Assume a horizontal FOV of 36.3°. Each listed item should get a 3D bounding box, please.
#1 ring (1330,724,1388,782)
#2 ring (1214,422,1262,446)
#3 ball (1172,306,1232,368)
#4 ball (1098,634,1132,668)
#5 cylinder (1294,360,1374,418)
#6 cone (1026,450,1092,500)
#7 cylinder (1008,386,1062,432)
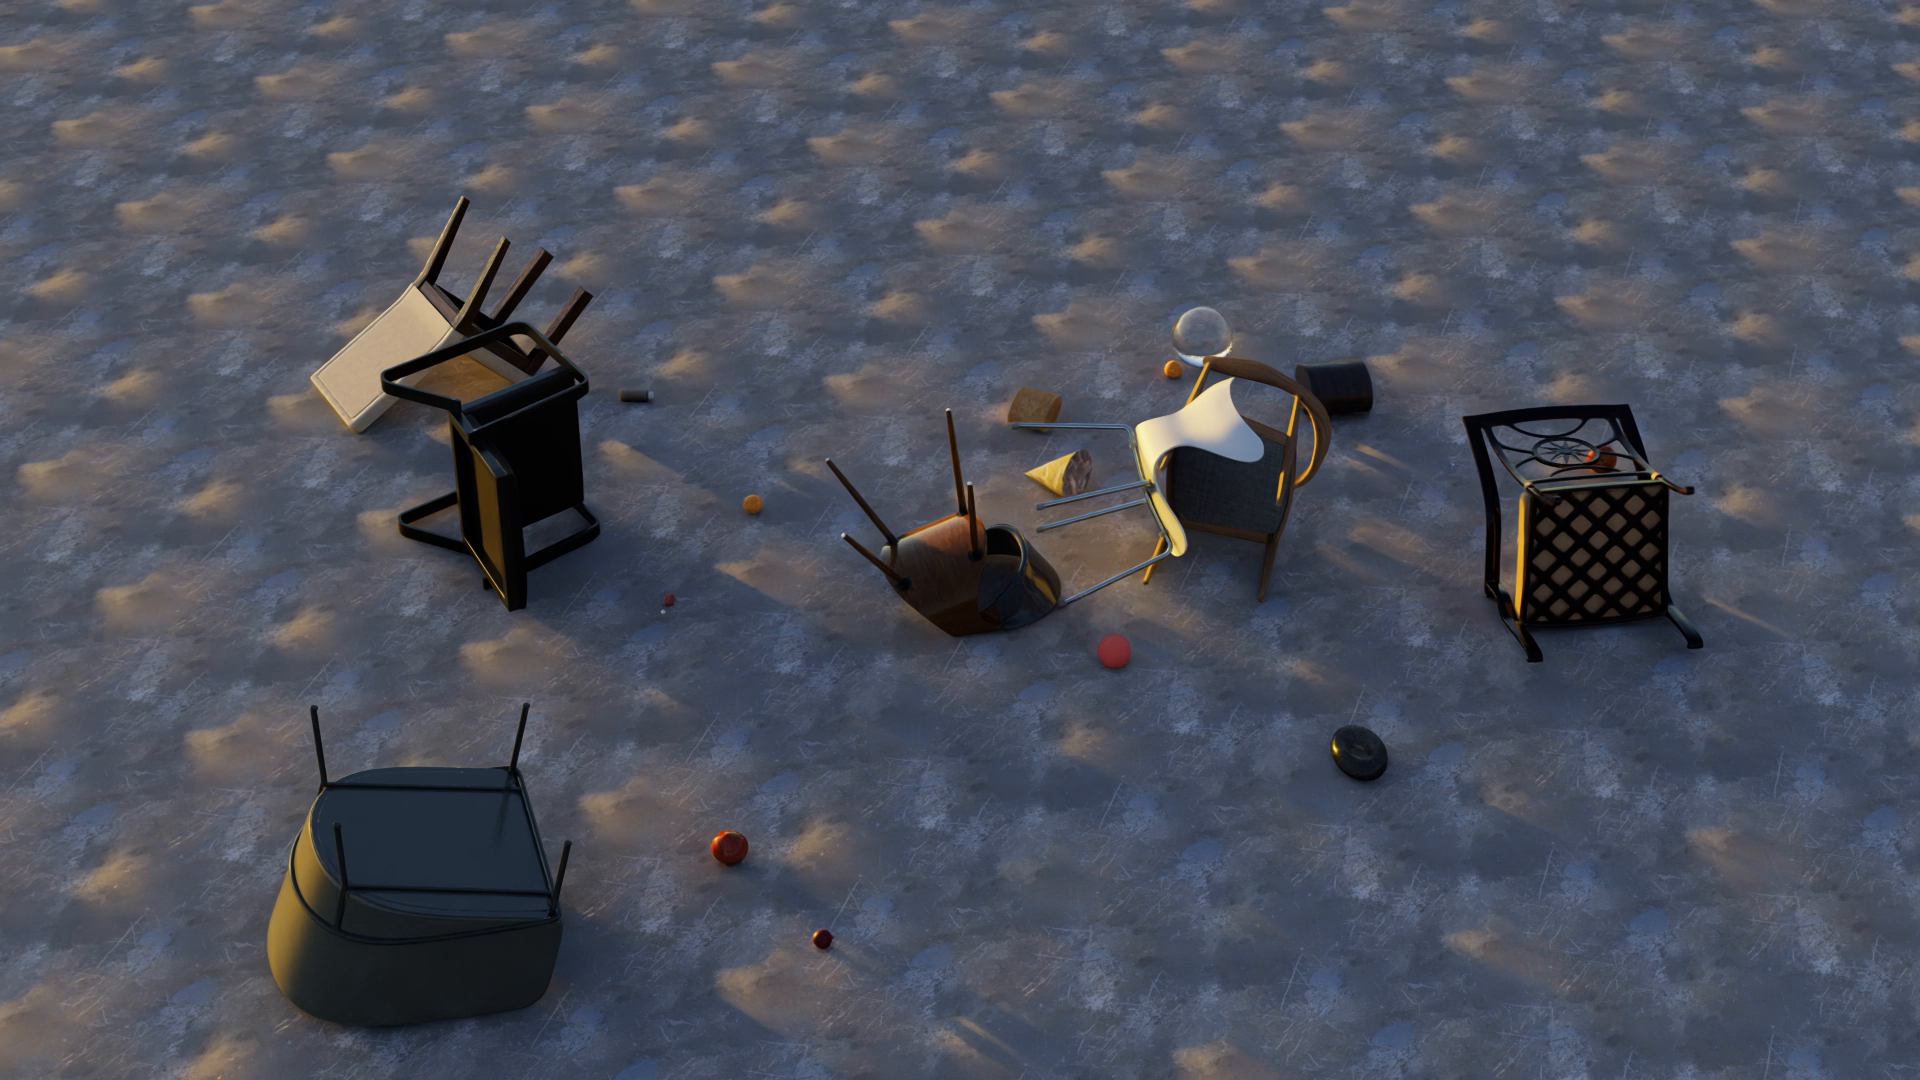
[{"bbox_3d":[1.334,0.711,9.800,0.183,0.073,0.274,-7,33,-8],"label":"ring"},{"bbox_3d":[1.092,-0.415,11.517,0.200,0.064,0.111,-6,33,-8],"label":"ring"},{"bbox_3d":[0.989,-0.828,11.976,0.248,0.248,0.248,0,33,0],"label":"ball"},{"bbox_3d":[0.540,0.386,10.252,0.118,0.118,0.118,0,33,0],"label":"ball"},{"bbox_3d":[1.491,-0.607,11.697,0.244,0.185,0.263,-6,36,-9],"label":"cylinder"},{"bbox_3d":[0.347,-0.253,11.257,0.251,0.151,0.228,3,50,38],"label":"cone"},{"bbox_3d":[0.298,-0.518,11.624,0.158,0.103,0.172,16,60,23],"label":"cylinder"}]
